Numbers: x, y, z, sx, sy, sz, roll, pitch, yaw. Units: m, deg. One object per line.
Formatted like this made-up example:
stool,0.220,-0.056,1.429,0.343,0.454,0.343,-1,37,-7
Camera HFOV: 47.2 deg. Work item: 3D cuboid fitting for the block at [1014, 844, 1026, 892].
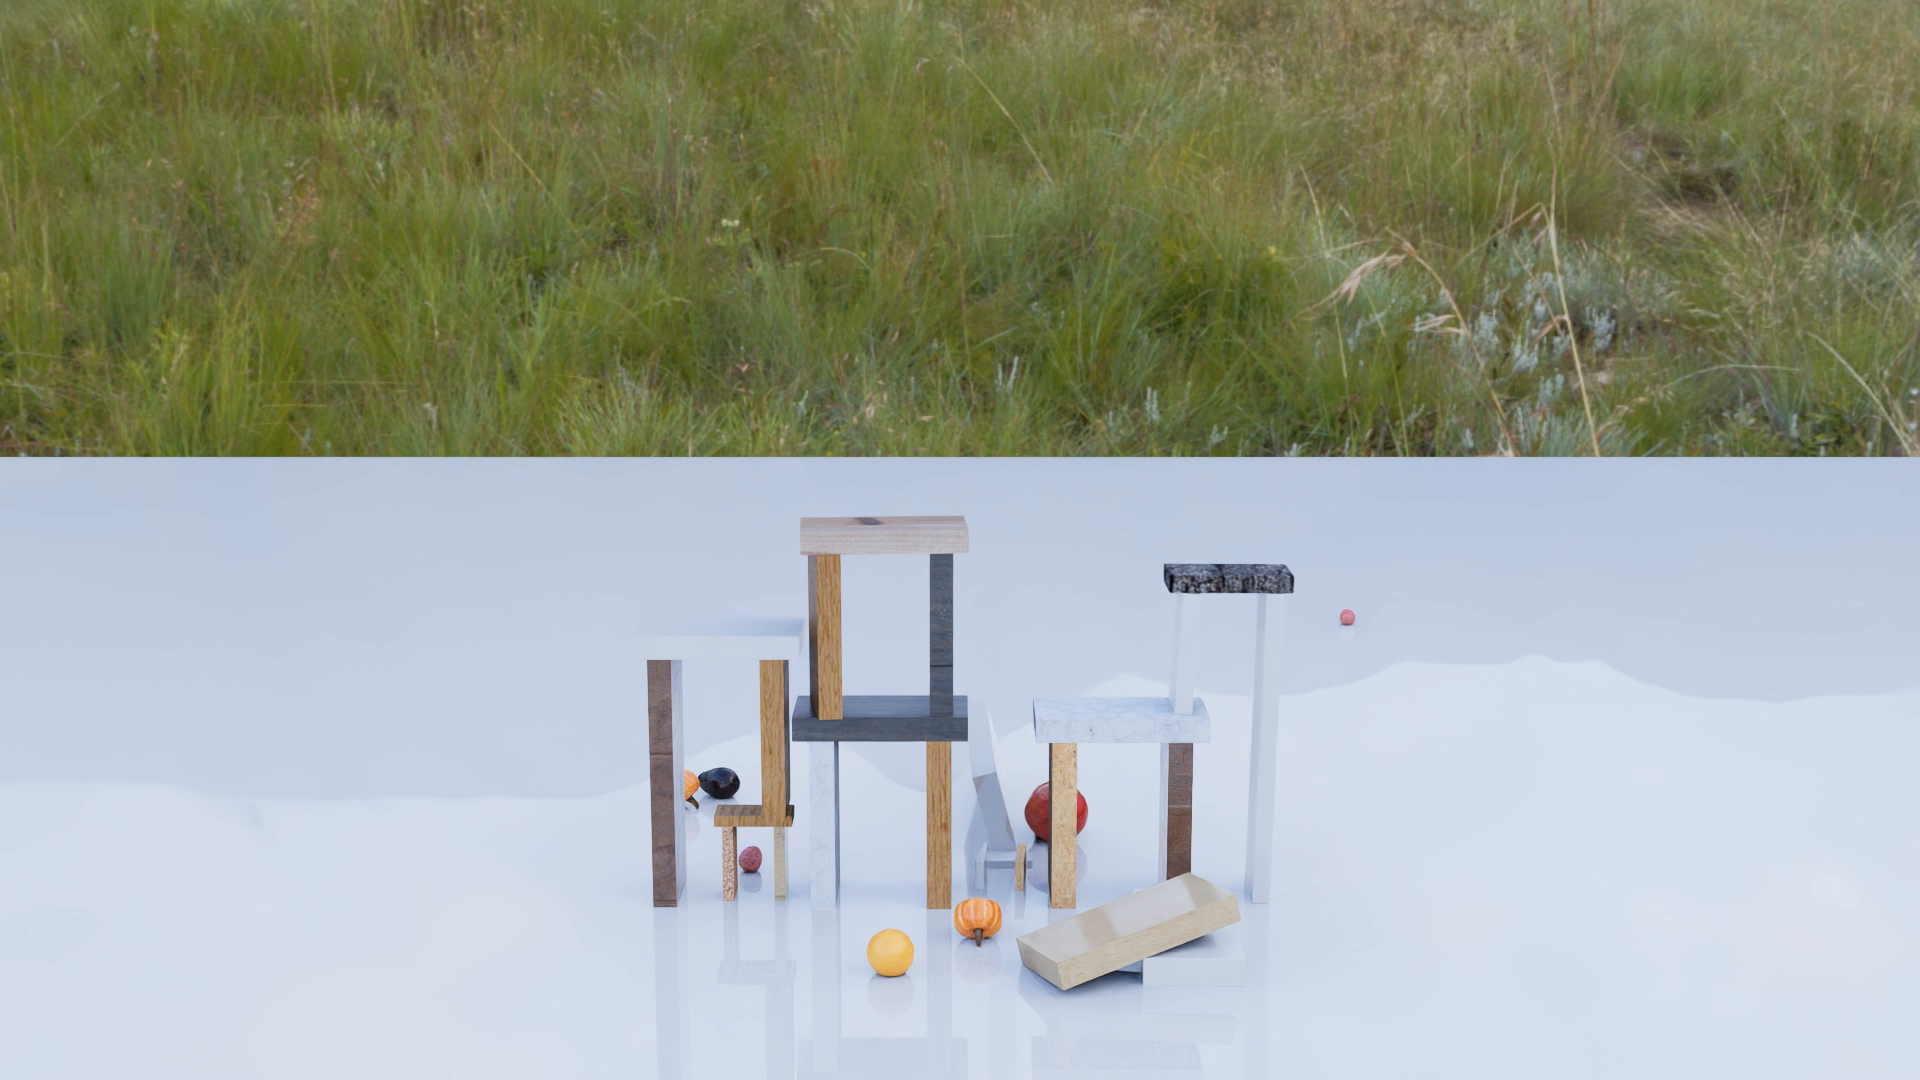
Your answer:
block,0.103,0.554,3.726,0.014,0.050,0.100,1,11,4

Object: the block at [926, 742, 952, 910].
block,-0.034,0.451,3.639,0.040,0.283,0.142,0,11,0

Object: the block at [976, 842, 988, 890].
block,0.037,0.553,3.730,0.014,0.050,0.100,1,11,4

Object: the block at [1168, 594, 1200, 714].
block,0.367,0.176,3.594,0.028,0.200,0.100,3,10,-1

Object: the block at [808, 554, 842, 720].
block,-0.219,0.144,3.563,0.038,0.267,0.134,-2,11,-10

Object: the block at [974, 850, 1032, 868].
block,0.075,0.555,3.818,0.100,0.014,0.050,0,11,-2

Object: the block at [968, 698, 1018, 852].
block,0.055,0.433,4.081,0.043,0.152,0.511,-15,11,1

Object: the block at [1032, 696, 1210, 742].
block,0.263,0.295,3.612,0.281,0.040,0.140,0,11,0

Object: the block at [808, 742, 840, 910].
block,-0.223,0.451,3.639,0.040,0.284,0.142,0,11,0

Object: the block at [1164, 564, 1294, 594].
block,0.436,0.063,3.577,0.200,0.028,0.100,0,11,0

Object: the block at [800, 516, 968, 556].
block,-0.124,-0.008,3.550,0.267,0.038,0.134,-1,11,-4

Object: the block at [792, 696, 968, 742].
block,-0.129,0.292,3.609,0.283,0.040,0.142,0,11,0

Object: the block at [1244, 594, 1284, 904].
block,0.501,0.334,3.623,0.028,0.520,0.100,1,11,0

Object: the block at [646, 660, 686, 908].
block,-0.483,0.385,3.633,0.038,0.417,0.135,0,11,0

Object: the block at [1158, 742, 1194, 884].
block,0.357,0.452,3.641,0.040,0.281,0.140,0,11,0

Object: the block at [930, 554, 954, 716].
block,-0.030,0.140,3.587,0.038,0.267,0.134,0,11,0

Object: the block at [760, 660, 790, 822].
block,-0.304,0.313,3.619,0.038,0.271,0.135,0,11,-1

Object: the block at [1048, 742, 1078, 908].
block,0.169,0.452,3.641,0.040,0.281,0.140,0,11,0

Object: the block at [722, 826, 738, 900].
block,-0.382,0.528,3.654,0.018,0.128,0.064,0,11,0

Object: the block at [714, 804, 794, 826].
block,-0.340,0.456,3.640,0.128,0.018,0.064,0,11,0

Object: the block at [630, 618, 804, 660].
block,-0.394,0.161,3.591,0.271,0.038,0.135,0,11,0

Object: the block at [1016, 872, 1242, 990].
block,0.255,0.590,3.335,0.304,0.043,0.152,-17,10,-20

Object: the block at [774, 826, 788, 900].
block,-0.297,0.528,3.654,0.018,0.128,0.064,0,11,0

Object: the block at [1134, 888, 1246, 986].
block,0.353,0.615,3.418,0.152,0.043,0.304,0,11,2
